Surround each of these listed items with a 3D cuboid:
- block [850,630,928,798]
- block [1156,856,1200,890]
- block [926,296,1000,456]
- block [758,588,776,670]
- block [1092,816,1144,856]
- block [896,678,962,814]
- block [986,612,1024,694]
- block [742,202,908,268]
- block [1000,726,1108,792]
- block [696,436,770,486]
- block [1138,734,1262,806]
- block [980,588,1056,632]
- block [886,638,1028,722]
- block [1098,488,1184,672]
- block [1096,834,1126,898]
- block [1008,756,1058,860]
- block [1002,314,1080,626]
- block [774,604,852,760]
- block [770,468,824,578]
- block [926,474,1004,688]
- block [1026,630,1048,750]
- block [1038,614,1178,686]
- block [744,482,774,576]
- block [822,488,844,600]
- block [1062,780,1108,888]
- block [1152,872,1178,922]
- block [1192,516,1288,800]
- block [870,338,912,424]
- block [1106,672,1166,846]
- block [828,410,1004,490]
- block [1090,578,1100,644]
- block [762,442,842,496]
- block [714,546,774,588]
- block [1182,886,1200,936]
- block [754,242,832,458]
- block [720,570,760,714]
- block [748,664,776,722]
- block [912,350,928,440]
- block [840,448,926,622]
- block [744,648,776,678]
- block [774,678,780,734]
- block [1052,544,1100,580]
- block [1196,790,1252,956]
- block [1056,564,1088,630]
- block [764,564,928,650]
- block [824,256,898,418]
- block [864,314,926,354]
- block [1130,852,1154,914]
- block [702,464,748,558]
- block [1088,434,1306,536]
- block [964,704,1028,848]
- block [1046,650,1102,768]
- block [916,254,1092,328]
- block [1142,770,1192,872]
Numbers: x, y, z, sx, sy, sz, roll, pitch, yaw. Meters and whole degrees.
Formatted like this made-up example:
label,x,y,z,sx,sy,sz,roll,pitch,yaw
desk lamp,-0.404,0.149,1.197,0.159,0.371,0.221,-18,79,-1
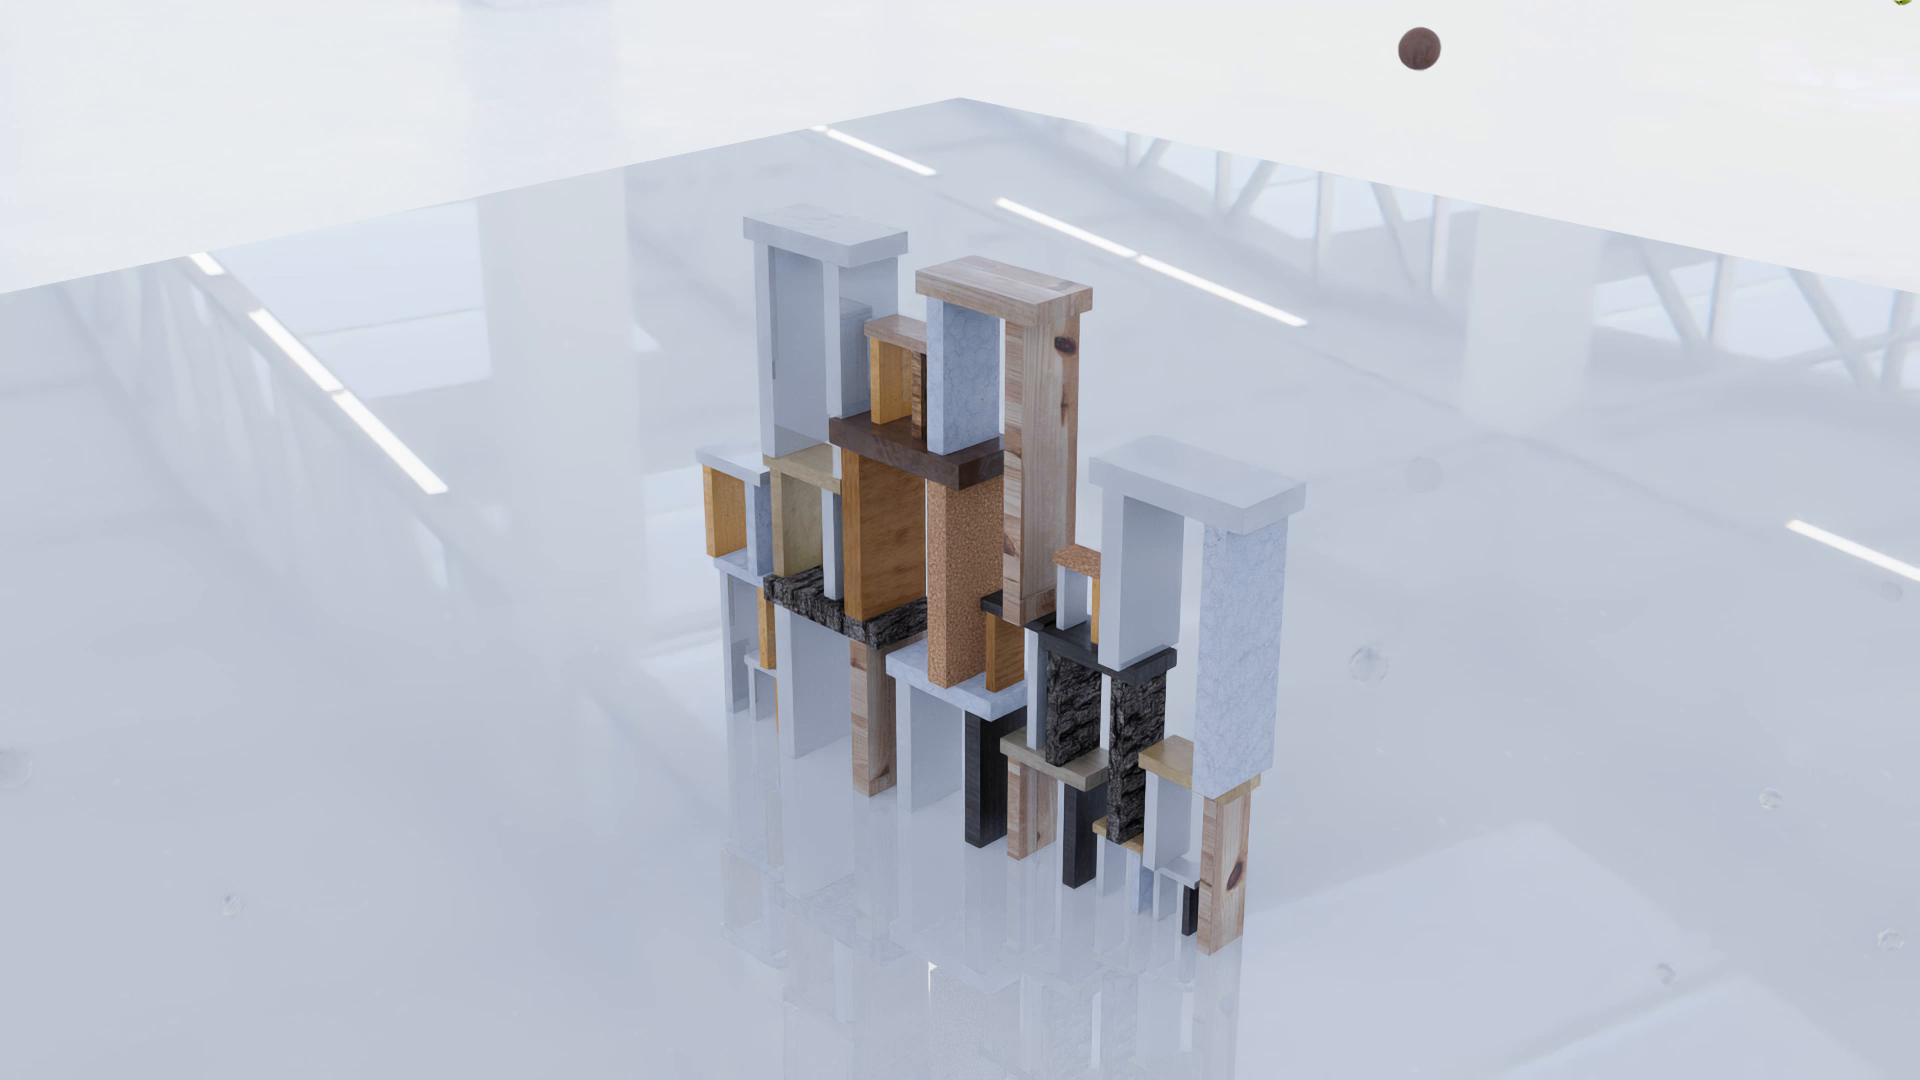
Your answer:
label,x,y,z,sx,sy,sz,roll,pitch,yaw
block,-0.143,0.338,4.518,0.049,0.347,0.174,21,31,41
block,0.407,0.606,4.043,0.105,0.015,0.053,21,31,41
block,0.007,-0.319,4.075,0.042,0.298,0.149,21,31,41
block,-0.387,0.176,4.716,0.027,0.189,0.094,21,31,41
block,0.318,0.548,4.111,0.065,0.018,0.131,-21,31,-41
block,-0.062,0.394,4.459,0.041,0.292,0.146,21,31,41
block,0.087,0.203,4.218,0.023,0.165,0.082,21,31,41
block,-0.262,-0.592,4.257,0.153,0.043,0.307,-21,31,-41
block,0.194,0.410,4.193,0.220,0.031,0.110,21,31,41
block,-0.450,-0.166,4.637,0.209,0.030,0.104,21,31,41
block,0.428,0.410,3.939,0.200,0.028,0.100,21,31,41
block,0.126,0.132,4.146,0.165,0.023,0.082,21,31,41
block,0.007,0.268,4.330,0.292,0.041,0.146,21,31,41
block,0.322,0.048,3.894,0.048,0.337,0.168,21,31,40
block,0.288,0.605,4.168,0.065,0.131,0.018,-21,31,-41
block,0.142,0.505,4.290,0.031,0.220,0.110,21,31,41
block,0.147,-0.134,4.001,0.149,0.580,0.042,-21,31,-41
block,-0.306,0.274,4.669,0.049,0.347,0.174,21,31,41
block,-0.334,-0.050,4.561,0.034,0.237,0.118,21,31,41
block,0.018,0.062,4.224,0.050,0.420,0.178,21,31,41
block,0.165,0.272,4.163,0.023,0.247,0.082,21,31,41
block,0.269,0.197,4.015,0.233,0.033,0.117,21,31,41
block,-0.401,-0.037,4.639,0.030,0.209,0.104,21,31,41
block,-0.223,-0.007,4.458,0.034,0.237,0.118,21,31,41
block,0.246,0.545,4.194,0.031,0.220,0.110,21,31,41
block,0.382,0.652,4.089,0.015,0.105,0.053,21,31,41
block,0.481,0.187,3.780,0.048,0.505,0.168,21,31,41
block,-0.132,-0.316,4.228,0.024,0.171,0.086,21,31,41
block,0.324,0.388,4.036,0.033,0.335,0.117,21,31,41
block,-0.066,-0.187,4.210,0.356,0.050,0.178,21,31,41
block,0.267,0.120,3.991,0.018,0.128,0.064,21,31,41
block,-0.278,-0.153,4.457,0.237,0.034,0.118,21,31,41
block,-0.432,0.059,4.715,0.189,0.027,0.095,21,31,41
block,0.432,0.671,4.043,0.015,0.105,0.053,21,31,41
block,-0.334,-0.396,4.419,0.043,0.444,0.153,21,31,41
block,-0.476,0.211,4.827,0.027,0.341,0.094,21,31,41
block,-0.430,0.325,4.823,0.019,0.133,0.067,21,31,41
block,-0.051,-0.284,4.154,0.024,0.171,0.085,21,31,41
block,-0.150,-0.033,4.367,0.050,0.356,0.178,21,31,41
block,-0.399,0.268,4.765,0.133,0.019,0.067,21,31,41
block,-0.368,0.350,4.765,0.019,0.133,0.067,21,31,41
block,0.237,0.041,3.990,0.128,0.018,0.064,21,31,41
block,0.475,0.589,3.963,0.028,0.320,0.100,21,31,41
block,0.207,0.097,4.046,0.018,0.128,0.064,21,31,41
block,-0.224,0.124,4.516,0.347,0.049,0.174,21,31,41
block,-0.190,-0.402,4.259,0.153,0.307,0.043,-21,31,-41
block,-0.092,-0.390,4.153,0.171,0.024,0.085,21,31,40
block,0.349,0.629,4.111,0.018,0.130,0.065,21,31,41
block,-0.499,-0.075,4.729,0.030,0.209,0.104,21,31,41
block,0.401,-0.098,3.746,0.337,0.048,0.168,21,31,41
block,0.076,0.448,4.332,0.041,0.292,0.146,21,31,41
block,0.214,0.298,4.117,0.033,0.233,0.117,21,31,41
block,0.077,-0.448,3.944,0.149,0.042,0.298,-21,31,-40
block,0.381,0.497,4.026,0.100,0.200,0.028,-21,31,-41
